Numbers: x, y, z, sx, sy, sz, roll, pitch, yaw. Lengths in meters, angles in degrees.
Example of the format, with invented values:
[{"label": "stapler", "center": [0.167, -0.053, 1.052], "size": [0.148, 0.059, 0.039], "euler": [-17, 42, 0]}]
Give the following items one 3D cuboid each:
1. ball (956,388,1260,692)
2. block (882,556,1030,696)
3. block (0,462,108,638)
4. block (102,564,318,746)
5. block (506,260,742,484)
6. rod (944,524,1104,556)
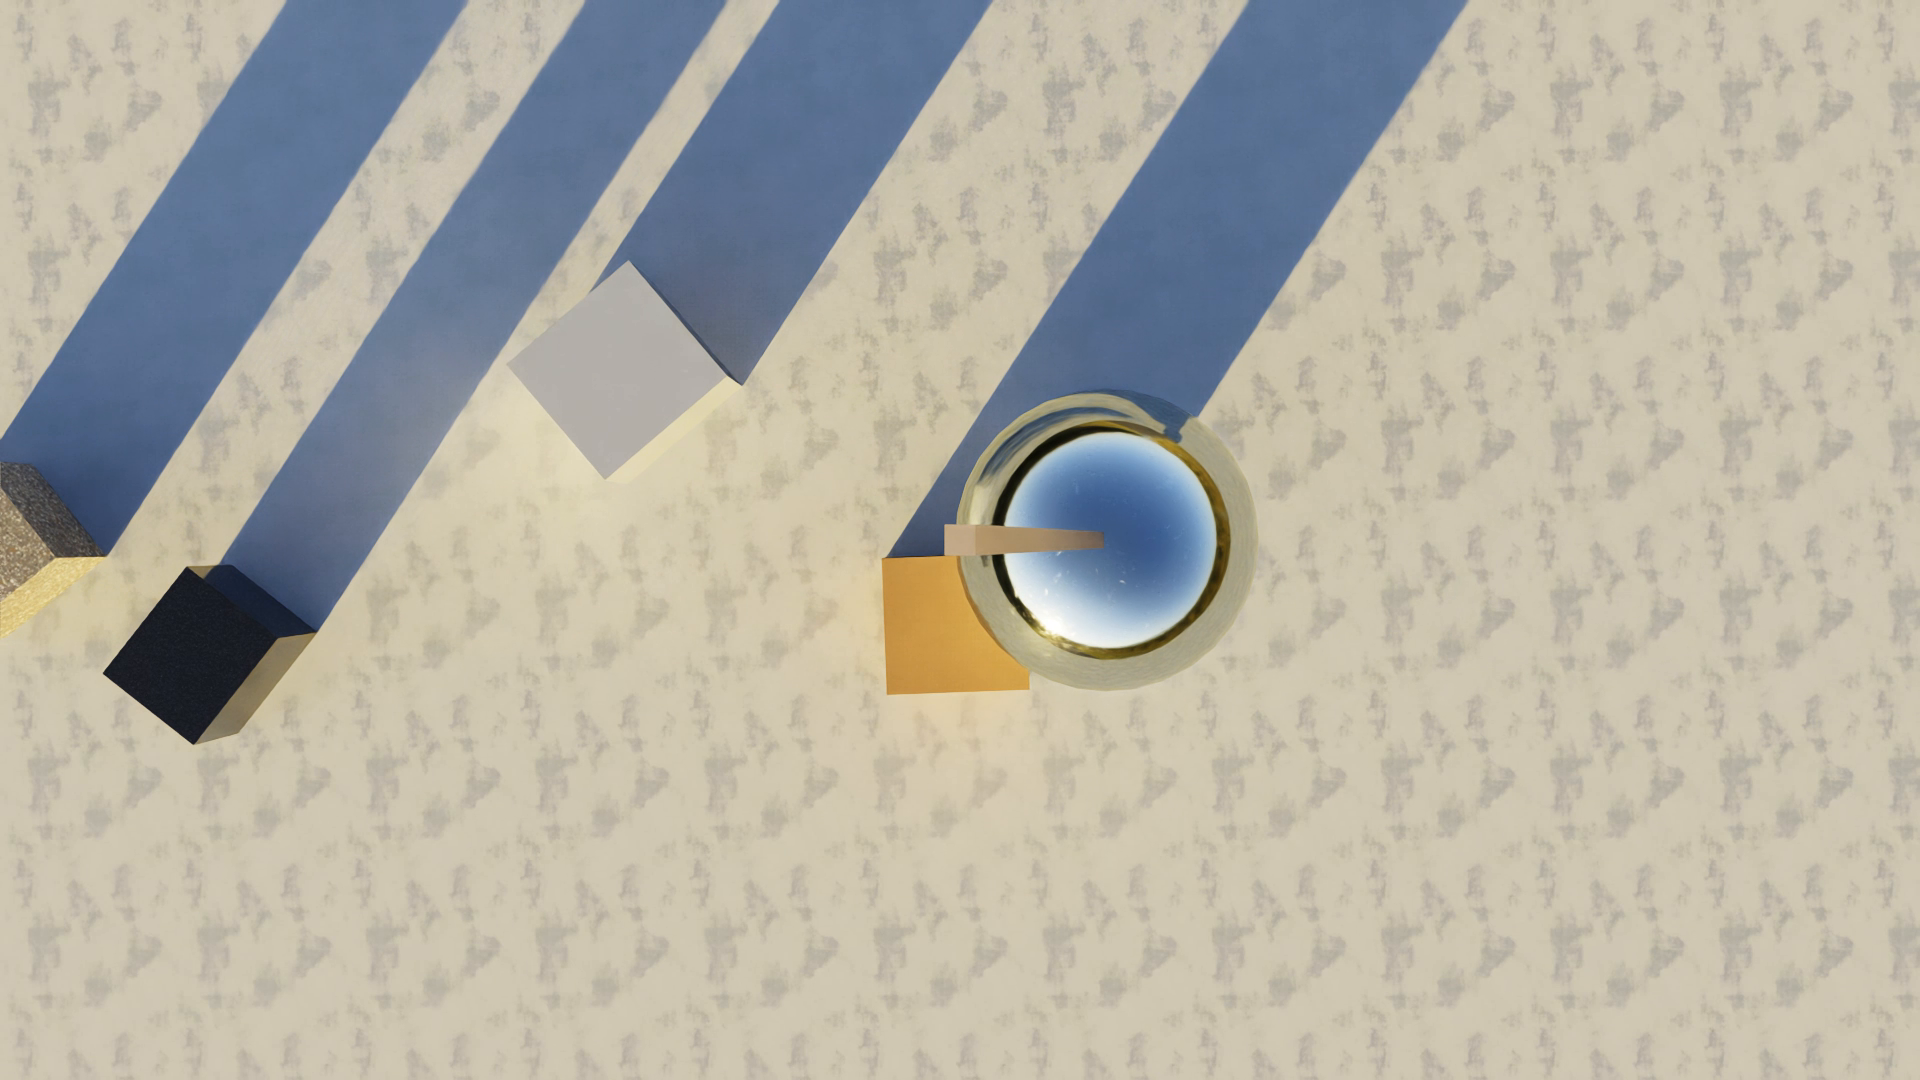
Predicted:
[{"label": "ball", "center": [0.770, 0.000, 11.596], "size": [1.600, 1.600, 1.600], "euler": [0, 90, 0]}, {"label": "block", "center": [-0.024, 0.469, 12.640], "size": [0.799, 0.721, 0.764], "euler": [-2, 90, 0]}, {"label": "block", "center": [-5.560, 0.064, 12.632], "size": [0.767, 0.735, 0.701], "euler": [-38, 90, 0]}, {"label": "block", "center": [-4.286, 0.645, 12.620], "size": [0.647, 0.759, 0.760], "euler": [38, 90, 0]}, {"label": "block", "center": [-1.900, -0.940, 12.586], "size": [0.890, 0.828, 0.843], "euler": [-40, 90, 0]}, {"label": "rod", "center": [0.334, 0.000, 8.224], "size": [0.080, 5.200, 0.080], "euler": [0, 90, 7]}]
